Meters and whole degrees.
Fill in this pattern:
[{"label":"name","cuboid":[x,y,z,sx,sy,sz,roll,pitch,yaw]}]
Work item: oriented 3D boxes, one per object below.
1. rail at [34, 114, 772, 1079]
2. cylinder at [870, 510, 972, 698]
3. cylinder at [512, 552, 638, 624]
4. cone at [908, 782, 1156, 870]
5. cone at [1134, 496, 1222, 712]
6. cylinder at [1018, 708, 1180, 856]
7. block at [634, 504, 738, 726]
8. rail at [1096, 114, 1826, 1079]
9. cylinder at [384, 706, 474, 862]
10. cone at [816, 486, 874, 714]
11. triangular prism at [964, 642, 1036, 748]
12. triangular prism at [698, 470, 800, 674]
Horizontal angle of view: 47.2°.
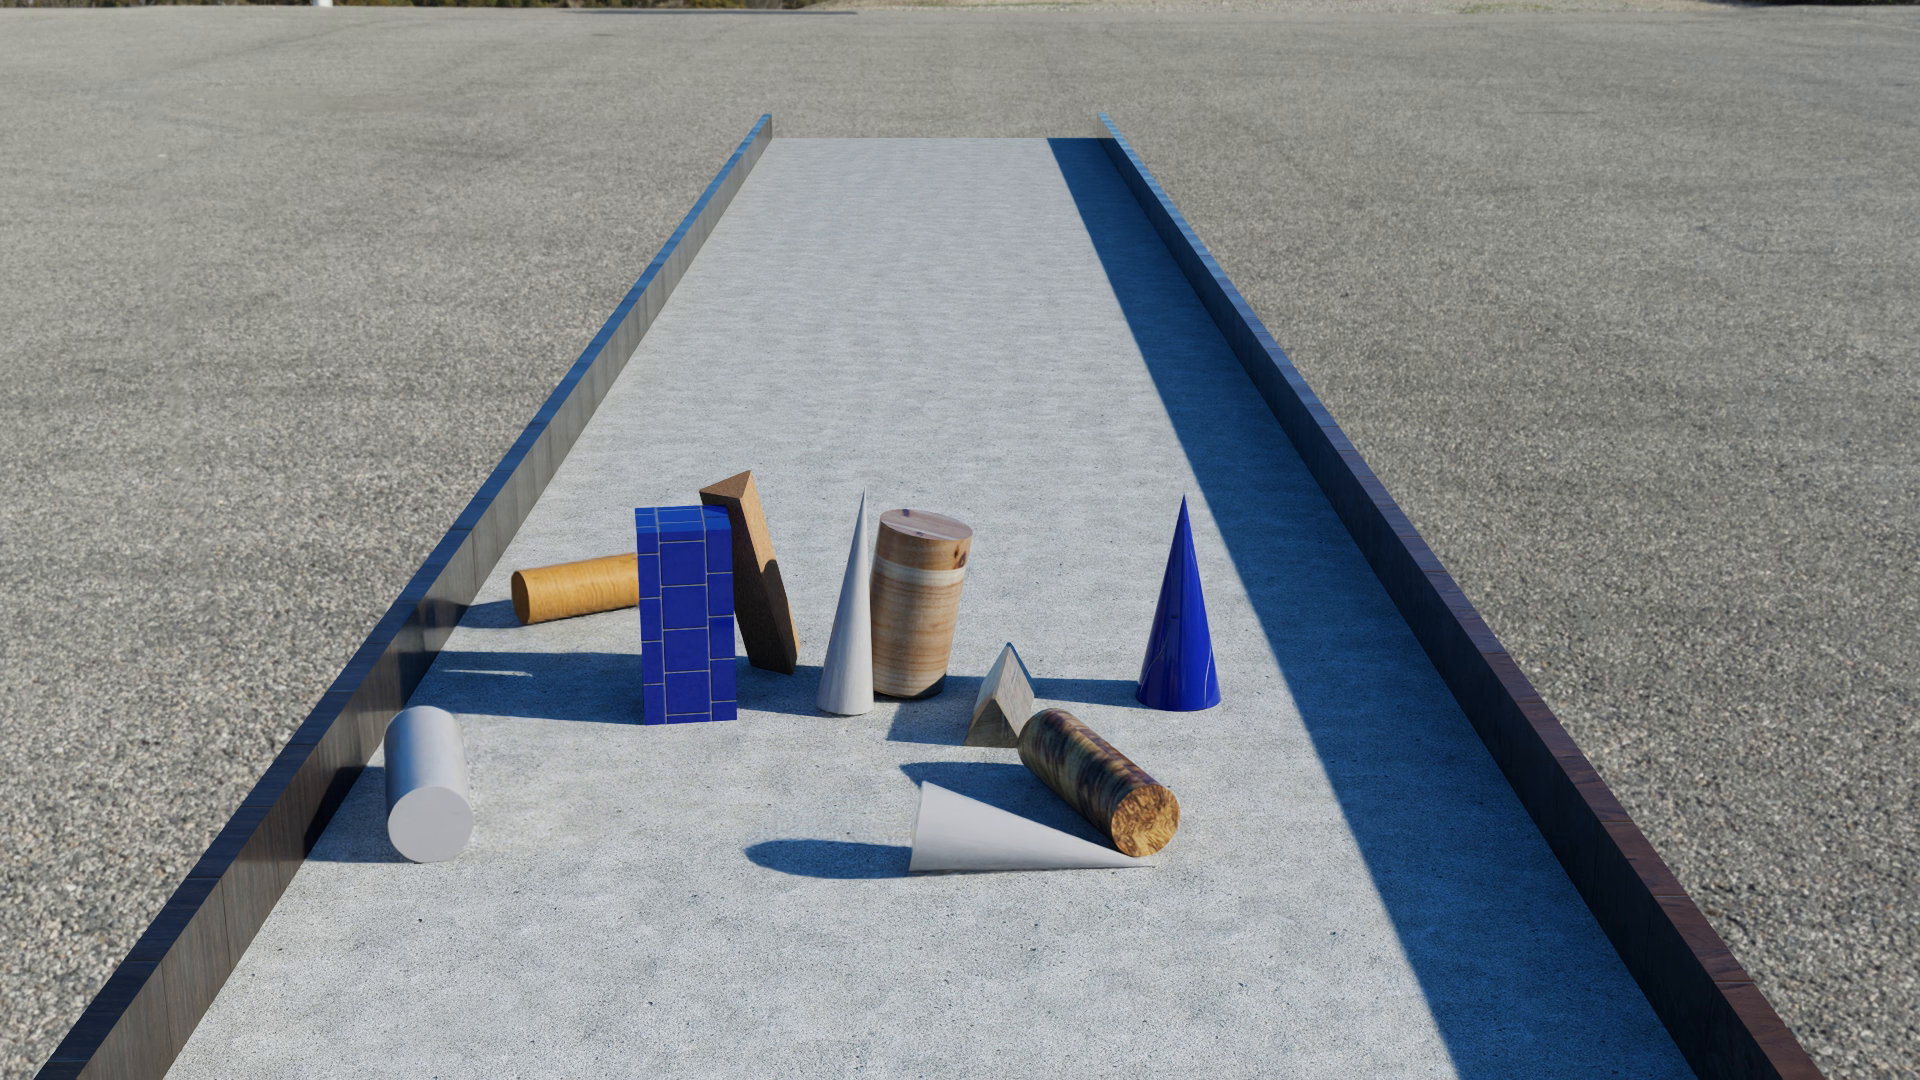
[{"label":"rail","cuboid":[-1.118,-0.838,7.780,0.050,0.150,12.000,0,17,-1]},{"label":"cylinder","cuboid":[-0.091,0.121,4.215,0.179,0.319,0.179,10,17,-3]},{"label":"cylinder","cuboid":[-0.778,0.097,4.700,0.337,0.114,0.114,-10,19,-29]},{"label":"cone","cuboid":[0.122,0.484,3.476,0.389,0.142,0.142,10,16,-2]},{"label":"cone","cuboid":[0.418,0.105,4.159,0.165,0.407,0.165,0,17,0]},{"label":"cylinder","cuboid":[0.226,0.399,3.670,0.122,0.122,0.370,-7,18,-21]},{"label":"block","cuboid":[-0.513,0.138,4.112,0.171,0.371,0.171,-3,17,-9]},{"label":"rail","cuboid":[0.932,-0.844,7.801,0.050,0.150,12.000,0,17,-1]},{"label":"cylinder","cuboid":[-0.885,0.400,3.650,0.132,0.132,0.365,-4,17,-14]},{"label":"cone","cuboid":[-0.196,0.103,4.106,0.111,0.431,0.111,6,13,-1]},{"label":"triangular prism","cuboid":[0.077,0.284,4.102,0.105,0.091,0.311,2,17,6]},{"label":"triangular prism","cuboid":[-0.388,0.062,4.283,0.107,0.407,0.093,10,37,34]}]
